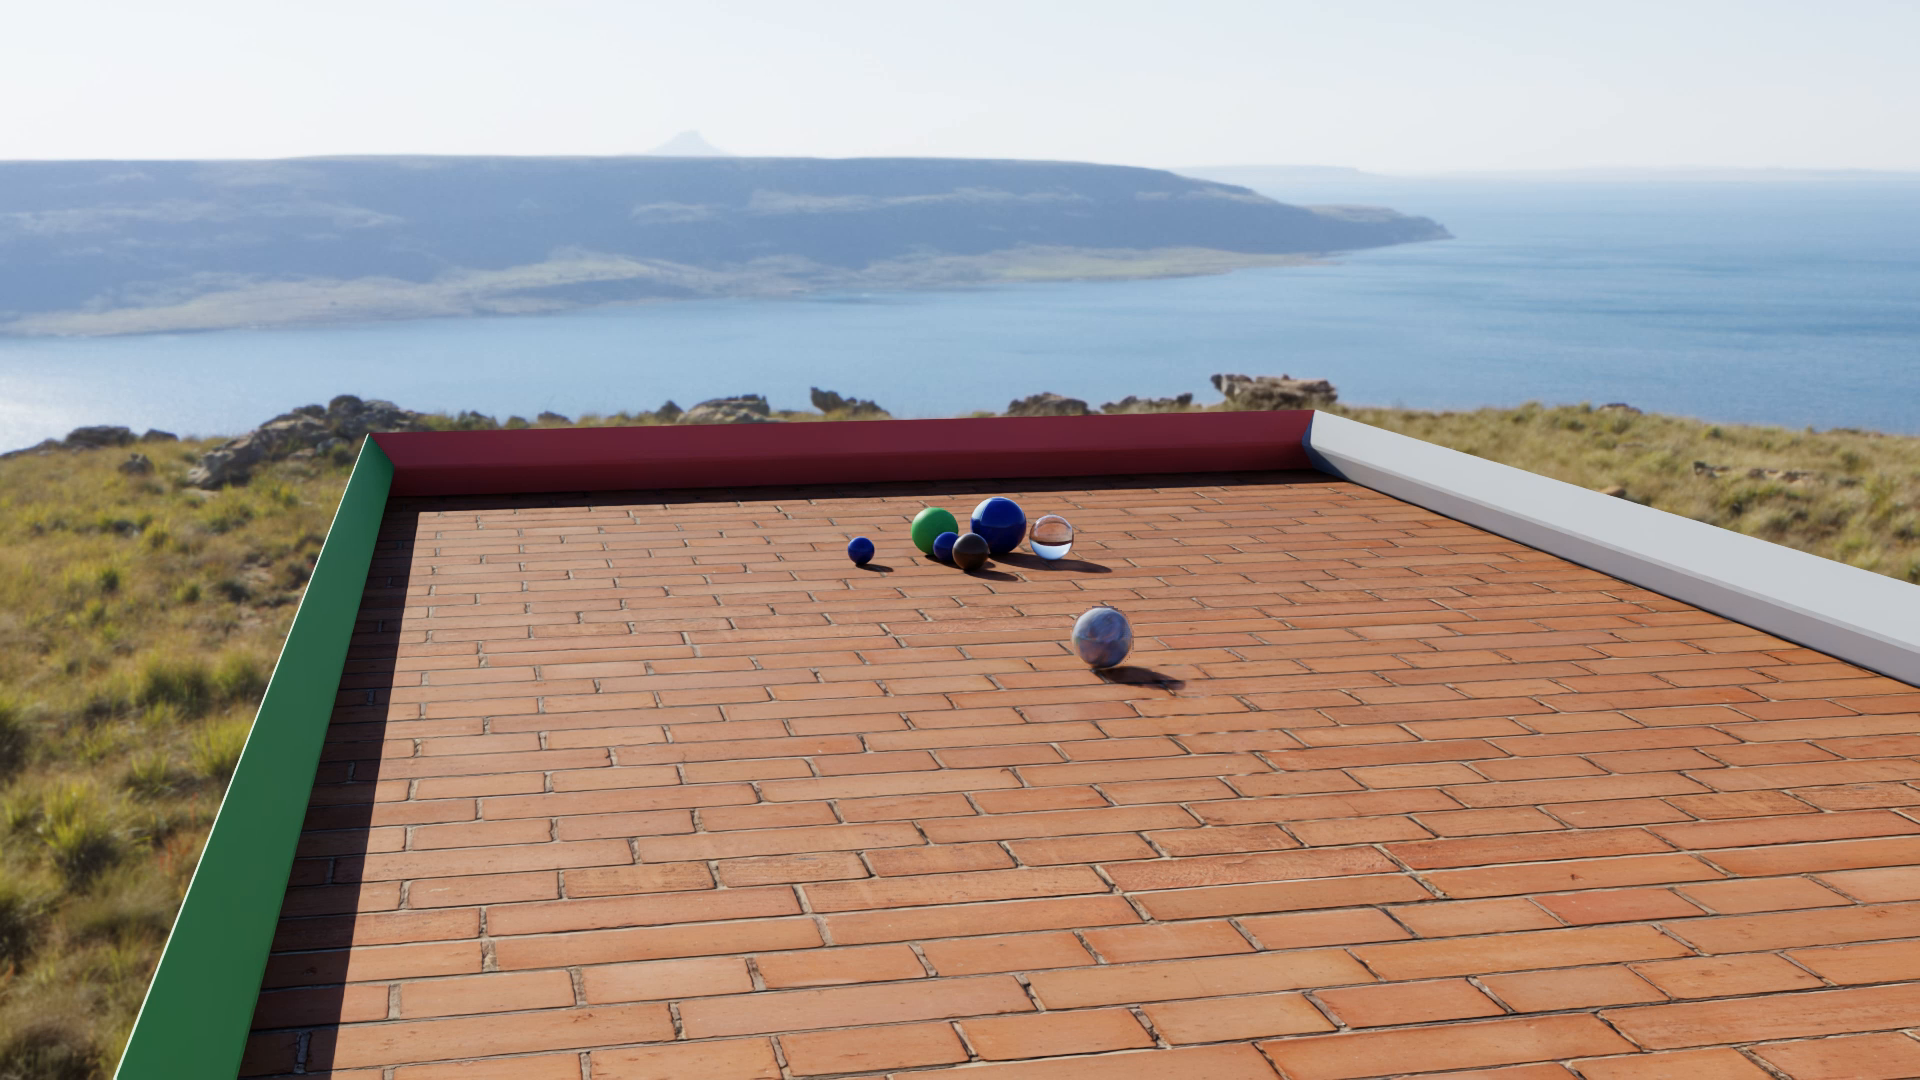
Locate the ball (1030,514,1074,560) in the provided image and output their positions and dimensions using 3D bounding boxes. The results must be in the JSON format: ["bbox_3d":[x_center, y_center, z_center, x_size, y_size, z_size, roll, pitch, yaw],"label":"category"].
[{"bbox_3d":[0.135,-0.004,3.245,0.067,0.067,0.067,0,10,0],"label":"ball"}]

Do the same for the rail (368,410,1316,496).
[{"bbox_3d":[-0.172,-0.159,4.017,1.760,0.111,0.045,-2,10,-12],"label":"rail"}]

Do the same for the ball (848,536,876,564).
[{"bbox_3d":[-0.144,0.015,3.212,0.041,0.041,0.041,0,10,0],"label":"ball"}]

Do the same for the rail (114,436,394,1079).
[{"bbox_3d":[-0.659,0.142,2.257,0.045,0.111,3.328,-2,10,-12],"label":"rail"}]

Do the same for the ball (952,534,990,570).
[{"bbox_3d":[0.016,0.017,3.165,0.054,0.054,0.054,0,10,0],"label":"ball"}]

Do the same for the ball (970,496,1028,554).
[{"bbox_3d":[0.058,-0.022,3.295,0.086,0.086,0.086,0,10,0],"label":"ball"}]

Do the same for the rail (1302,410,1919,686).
[{"bbox_3d":[1.014,0.080,2.616,0.045,0.111,3.328,-2,10,-12],"label":"rail"}]

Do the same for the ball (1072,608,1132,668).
[{"bbox_3d":[0.165,0.113,2.552,0.070,0.070,0.070,0,10,0],"label":"ball"}]

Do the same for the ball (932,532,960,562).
[{"bbox_3d":[-0.017,0.010,3.229,0.045,0.045,0.045,0,10,0],"label":"ball"}]

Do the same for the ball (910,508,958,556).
[{"bbox_3d":[-0.038,-0.013,3.287,0.072,0.072,0.072,0,10,0],"label":"ball"}]
